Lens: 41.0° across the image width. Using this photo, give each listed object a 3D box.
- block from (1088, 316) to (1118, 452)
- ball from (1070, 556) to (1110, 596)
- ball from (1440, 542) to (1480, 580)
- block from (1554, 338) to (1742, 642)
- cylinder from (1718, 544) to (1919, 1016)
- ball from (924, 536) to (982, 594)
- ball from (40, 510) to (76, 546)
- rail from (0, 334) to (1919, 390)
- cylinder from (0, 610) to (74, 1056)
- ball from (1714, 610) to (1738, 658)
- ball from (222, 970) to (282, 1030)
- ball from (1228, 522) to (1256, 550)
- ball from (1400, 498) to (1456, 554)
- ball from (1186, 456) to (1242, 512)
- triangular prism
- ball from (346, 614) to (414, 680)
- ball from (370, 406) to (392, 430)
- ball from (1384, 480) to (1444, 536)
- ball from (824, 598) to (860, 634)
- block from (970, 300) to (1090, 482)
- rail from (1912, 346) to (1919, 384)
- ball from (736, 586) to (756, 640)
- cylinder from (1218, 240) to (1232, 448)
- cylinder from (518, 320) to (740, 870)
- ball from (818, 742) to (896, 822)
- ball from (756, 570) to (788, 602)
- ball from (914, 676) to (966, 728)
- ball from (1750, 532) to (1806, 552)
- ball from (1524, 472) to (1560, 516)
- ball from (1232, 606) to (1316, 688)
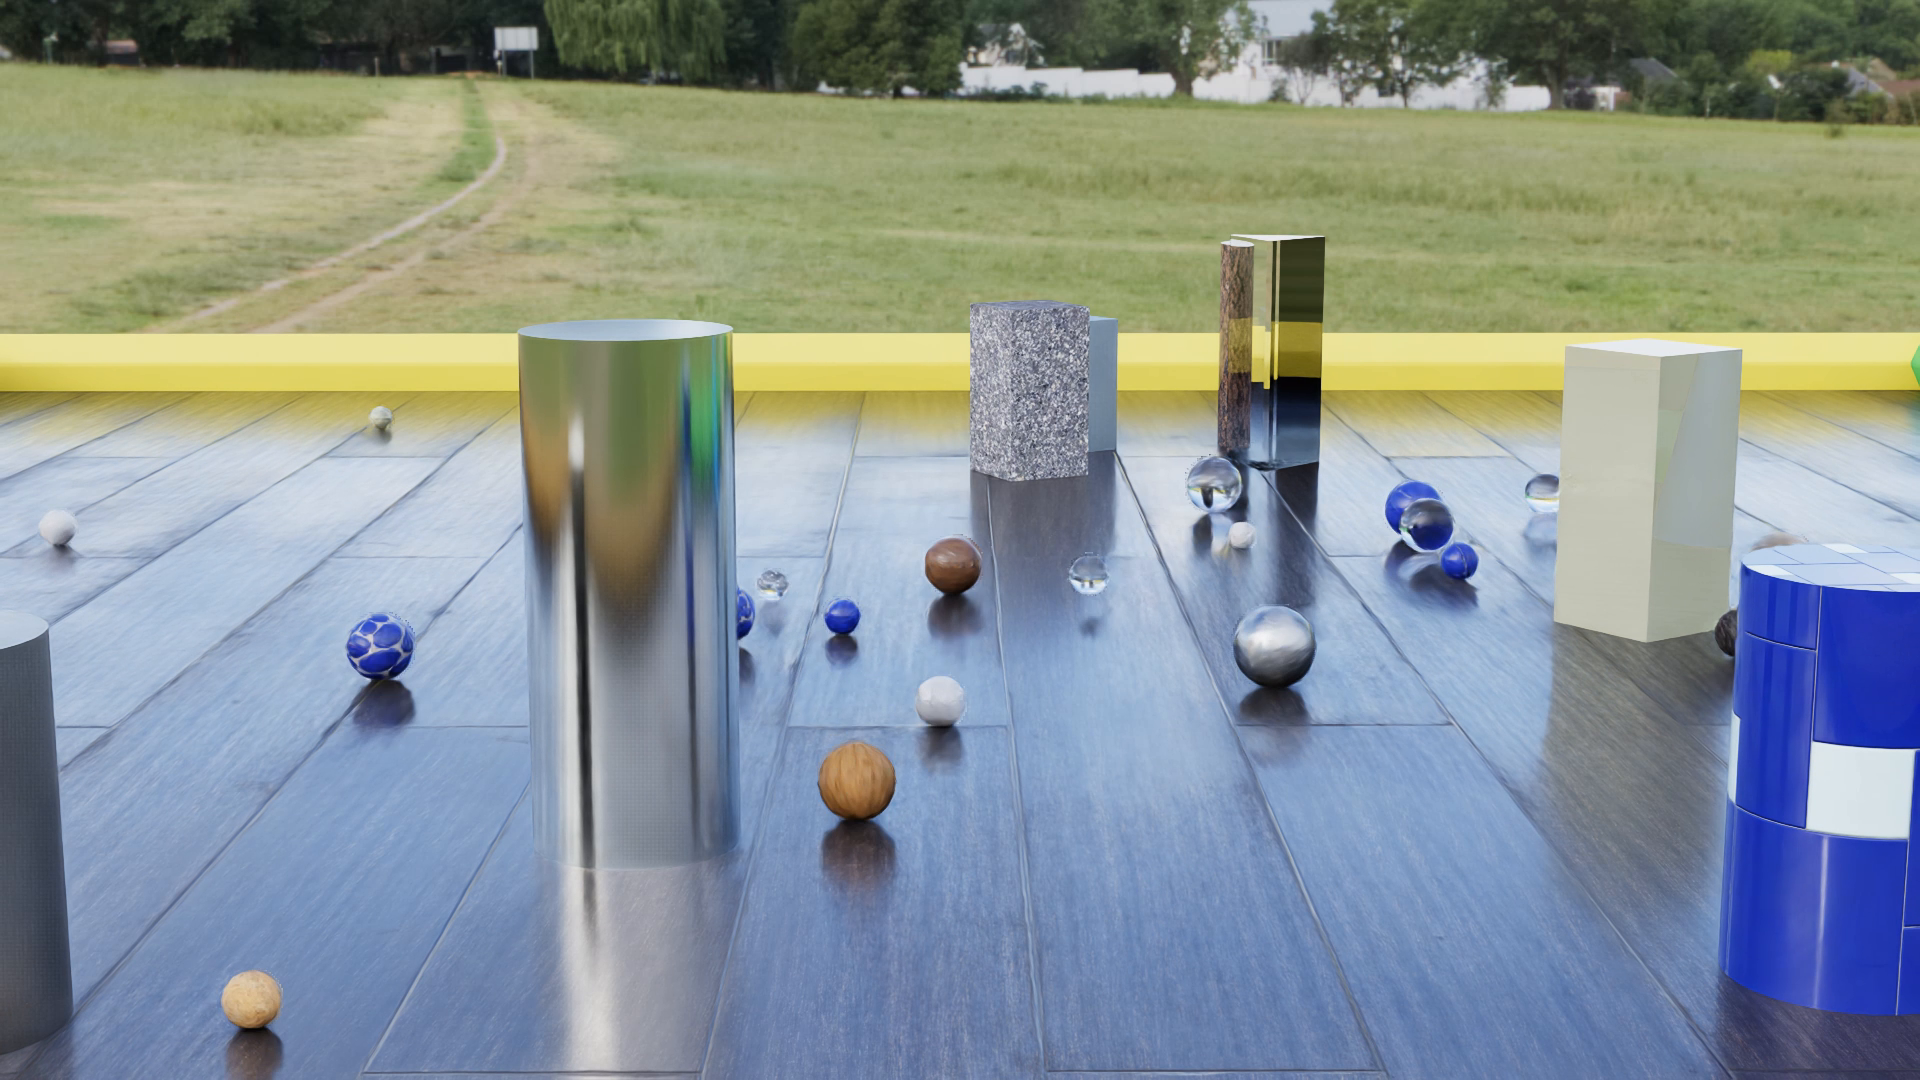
[{"bbox_3d":[0.190,-0.301,4.919,0.157,0.250,0.157,-8,13,-36],"label":"block"},{"bbox_3d":[0.180,0.049,3.565,0.056,0.056,0.056,0,10,0],"label":"ball"},{"bbox_3d":[0.715,0.030,3.670,0.054,0.054,0.054,0,10,0],"label":"ball"},{"bbox_3d":[0.896,-0.069,3.349,0.157,0.367,0.157,-7,13,-34],"label":"block"},{"bbox_3d":[0.719,0.186,2.058,0.197,0.335,0.197,0,10,0],"label":"cylinder"},{"bbox_3d":[-0.010,0.035,3.571,0.081,0.081,0.081,0,10,0],"label":"ball"},{"bbox_3d":[-1.384,-0.019,3.936,0.054,0.054,0.054,0,10,0],"label":"ball"},{"bbox_3d":[-0.014,-0.398,5.777,4.394,0.128,0.045,0,10,0],"label":"rail"},{"bbox_3d":[-0.786,0.221,1.948,0.197,0.306,0.197,0,10,0],"label":"cylinder"},{"bbox_3d":[0.970,0.116,3.190,0.060,0.060,0.060,0,10,0],"label":"ball"},{"bbox_3d":[-0.542,0.352,1.963,0.044,0.044,0.044,0,10,0],"label":"ball"},{"bbox_3d":[0.429,-0.007,3.902,0.043,0.043,0.043,0,10,0],"label":"ball"},{"bbox_3d":[0.705,-0.022,3.872,0.084,0.084,0.084,0,10,0],"label":"ball"},{"bbox_3d":[0.418,-0.091,4.222,0.092,0.092,0.092,0,10,0],"label":"ball"},{"bbox_3d":[0.556,-0.350,4.729,0.148,0.417,0.170,9,14,41],"label":"triangular prism"},{"bbox_3d":[-0.694,0.128,3.072,0.080,0.080,0.080,0,10,0],"label":"ball"},{"bbox_3d":[-1.172,-0.248,5.192,0.046,0.046,0.046,0,10,0],"label":"ball"},{"bbox_3d":[0.707,-0.048,3.989,0.092,0.092,0.092,0,10,0],"label":"ball"},{"bbox_3d":[-0.152,0.099,3.321,0.047,0.047,0.047,0,10,0],"label":"ball"},{"bbox_3d":[0.124,-0.272,4.620,0.157,0.303,0.157,-5,12,-27],"label":"block"},{"bbox_3d":[2.173,0.031,3.461,0.045,0.128,4.782,0,10,0],"label":"rail"},{"bbox_3d":[-0.298,0.094,3.269,0.076,0.076,0.076,0,10,0],"label":"ball"},{"bbox_3d":[0.599,-0.378,4.955,0.197,0.389,0.197,0,10,0],"label":"cylinder"},{"bbox_3d":[-0.307,0.046,2.401,0.197,0.486,0.197,0,10,0],"label":"cylinder"},{"bbox_3d":[-0.100,0.236,2.501,0.076,0.076,0.076,0,10,0],"label":"ball"},{"bbox_3d":[-0.258,0.063,3.523,0.044,0.044,0.044,0,10,0],"label":"ball"},{"bbox_3d":[-0.022,0.180,2.856,0.057,0.057,0.057,0,10,0],"label":"ball"},{"bbox_3d":[1.140,0.033,3.563,0.089,0.089,0.089,0,10,0],"label":"ball"},{"bbox_3d":[0.959,-0.075,4.198,0.069,0.069,0.069,0,10,0],"label":"ball"},{"bbox_3d":[0.372,0.126,3.032,0.098,0.098,0.098,0,10,0],"label":"ball"}]
